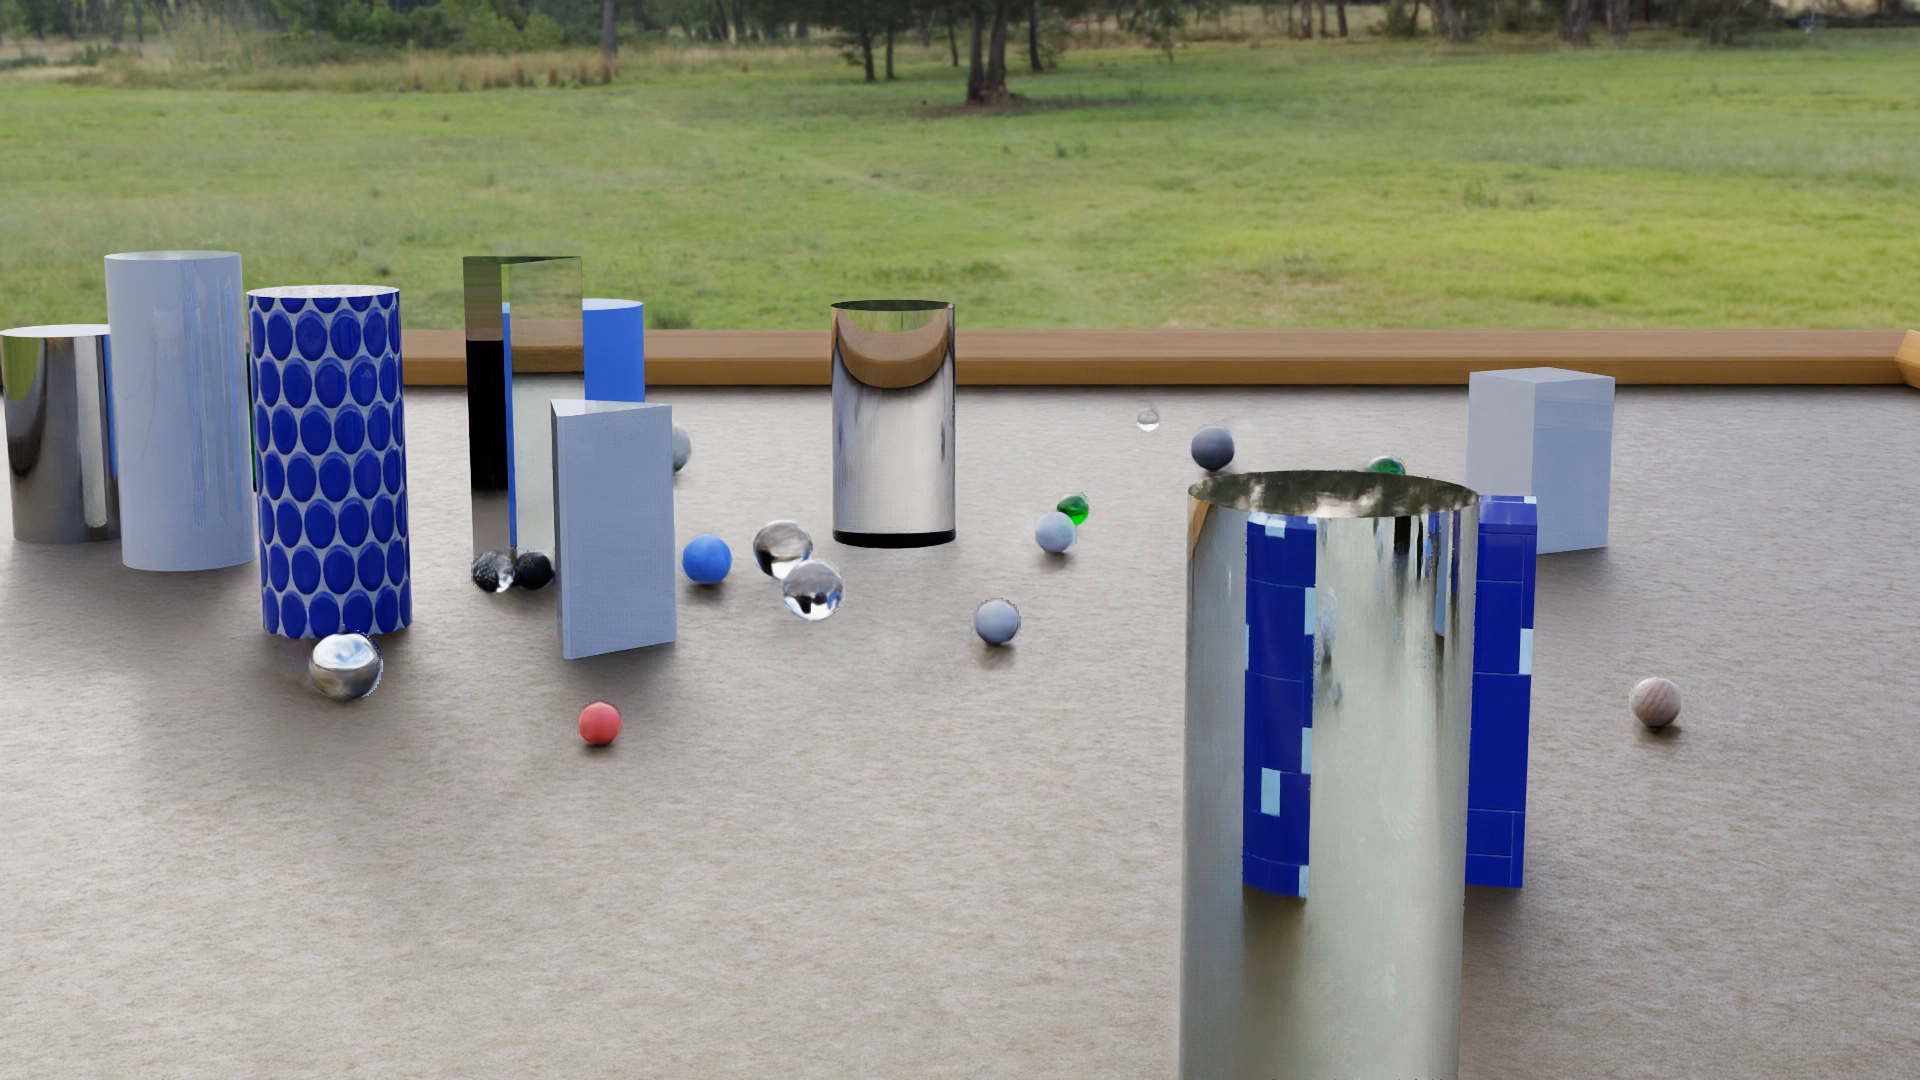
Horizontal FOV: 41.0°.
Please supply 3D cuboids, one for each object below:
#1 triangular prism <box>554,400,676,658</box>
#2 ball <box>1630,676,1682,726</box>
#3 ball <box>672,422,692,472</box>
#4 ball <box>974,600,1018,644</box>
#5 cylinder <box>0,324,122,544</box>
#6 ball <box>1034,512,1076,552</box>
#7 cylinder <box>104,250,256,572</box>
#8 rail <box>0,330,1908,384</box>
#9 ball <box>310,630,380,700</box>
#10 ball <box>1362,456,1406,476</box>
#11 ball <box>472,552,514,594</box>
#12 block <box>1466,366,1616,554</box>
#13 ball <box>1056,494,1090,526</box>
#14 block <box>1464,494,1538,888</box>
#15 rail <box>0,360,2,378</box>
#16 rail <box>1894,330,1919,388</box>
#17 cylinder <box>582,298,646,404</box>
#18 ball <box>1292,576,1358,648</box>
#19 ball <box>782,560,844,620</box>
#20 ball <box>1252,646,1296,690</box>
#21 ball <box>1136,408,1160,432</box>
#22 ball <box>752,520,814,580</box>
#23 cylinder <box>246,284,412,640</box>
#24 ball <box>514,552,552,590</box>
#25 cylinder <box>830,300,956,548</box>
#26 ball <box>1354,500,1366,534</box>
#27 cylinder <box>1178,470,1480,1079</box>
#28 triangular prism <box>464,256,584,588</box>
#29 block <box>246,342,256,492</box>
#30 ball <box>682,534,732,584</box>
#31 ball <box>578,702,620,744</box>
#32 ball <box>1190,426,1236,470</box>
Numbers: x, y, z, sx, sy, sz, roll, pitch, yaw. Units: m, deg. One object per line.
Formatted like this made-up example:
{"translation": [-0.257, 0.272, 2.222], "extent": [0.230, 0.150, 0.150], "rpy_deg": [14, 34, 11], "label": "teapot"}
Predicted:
{"translation": [-0.472, -0.021, 3.253], "extent": [0.166, 0.303, 0.144], "rpy_deg": [-9, 14, -41], "label": "triangular prism"}
{"translation": [0.773, 0.180, 2.850], "extent": [0.055, 0.055, 0.055], "rpy_deg": [0, 11, 0], "label": "ball"}
{"translation": [-0.529, -0.165, 4.593], "extent": [0.096, 0.096, 0.096], "rpy_deg": [0, 11, 0], "label": "ball"}
{"translation": [0.047, 0.105, 3.252], "extent": [0.056, 0.056, 0.056], "rpy_deg": [0, 11, 0], "label": "ball"}
{"translation": [-1.385, -0.168, 4.000], "extent": [0.191, 0.318, 0.191], "rpy_deg": [0, 11, 0], "label": "cylinder"}
{"translation": [0.143, -0.012, 3.859], "extent": [0.063, 0.063, 0.063], "rpy_deg": [0, 11, 0], "label": "ball"}
{"translation": [-1.145, -0.193, 3.776], "extent": [0.191, 0.450, 0.191], "rpy_deg": [0, 11, 0], "label": "cylinder"}
{"translation": [-0.014, -0.415, 5.851], "extent": [4.377, 0.124, 0.045], "rpy_deg": [0, 11, 0], "label": "rail"}
{"translation": [-0.711, 0.145, 2.965], "extent": [0.081, 0.081, 0.081], "rpy_deg": [0, 11, 0], "label": "ball"}
{"translation": [0.713, -0.104, 4.318], "extent": [0.075, 0.075, 0.075], "rpy_deg": [0, 11, 0], "label": "ball"}
{"translation": [-0.648, 0.045, 3.566], "extent": [0.057, 0.057, 0.057], "rpy_deg": [0, 11, 0], "label": "ball"}
{"translation": [0.884, -0.124, 3.921], "extent": [0.153, 0.260, 0.153], "rpy_deg": [-5, 12, -27], "label": "block"}
{"translation": [0.180, -0.049, 4.088], "extent": [0.051, 0.051, 0.051], "rpy_deg": [0, 11, 0], "label": "ball"}
{"translation": [0.444, 0.133, 2.353], "extent": [0.153, 0.330, 0.153], "rpy_deg": [2, 11, 12], "label": "block"}
{"translation": [-2.165, 0.034, 3.437], "extent": [0.045, 0.124, 4.934], "rpy_deg": [0, 11, 0], "label": "rail"}
{"translation": [2.165, 0.030, 3.461], "extent": [0.045, 0.124, 4.934], "rpy_deg": [0, 11, 0], "label": "rail"}
{"translation": [-0.589, -0.191, 4.015], "extent": [0.191, 0.357, 0.191], "rpy_deg": [0, 11, 0], "label": "cylinder"}
{"translation": [0.463, 0.090, 3.236], "extent": [0.090, 0.090, 0.090], "rpy_deg": [0, 11, 0], "label": "ball"}
{"translation": [-0.194, 0.066, 3.390], "extent": [0.081, 0.081, 0.081], "rpy_deg": [0, 11, 0], "label": "ball"}
{"translation": [0.370, 0.150, 3.022], "extent": [0.050, 0.050, 0.050], "rpy_deg": [0, 11, 0], "label": "ball"}
{"translation": [0.375, -0.240, 5.128], "extent": [0.047, 0.047, 0.047], "rpy_deg": [0, 11, 0], "label": "ball"}
{"translation": [-0.253, 0.013, 3.660], "extent": [0.086, 0.086, 0.086], "rpy_deg": [0, 11, 0], "label": "ball"}
{"translation": [-0.818, -0.105, 3.338], "extent": [0.191, 0.437, 0.191], "rpy_deg": [0, 11, 0], "label": "cylinder"}
{"translation": [-0.598, 0.043, 3.587], "extent": [0.054, 0.054, 0.054], "rpy_deg": [0, 11, 0], "label": "ball"}
{"translation": [-0.102, -0.182, 3.957], "extent": [0.191, 0.361, 0.191], "rpy_deg": [0, 11, 0], "label": "cylinder"}
{"translation": [0.640, -0.032, 3.967], "extent": [0.063, 0.063, 0.063], "rpy_deg": [0, 11, 0], "label": "ball"}
{"translation": [0.246, 0.188, 1.737], "extent": [0.191, 0.446, 0.191], "rpy_deg": [0, 11, 0], "label": "cylinder"}
{"translation": [-0.646, -0.176, 3.673], "extent": [0.144, 0.453, 0.166], "rpy_deg": [6, 12, 30], "label": "triangular prism"}
{"translation": [-1.225, -0.216, 4.468], "extent": [0.153, 0.240, 0.153], "rpy_deg": [-7, 12, -31], "label": "block"}
{"translation": [-0.357, 0.028, 3.624], "extent": [0.071, 0.071, 0.071], "rpy_deg": [0, 11, 0], "label": "ball"}
{"translation": [-0.390, 0.199, 2.774], "extent": [0.045, 0.045, 0.045], "rpy_deg": [0, 11, 0], "label": "ball"}
{"translation": [0.458, -0.166, 4.641], "extent": [0.080, 0.080, 0.080], "rpy_deg": [0, 11, 0], "label": "ball"}
